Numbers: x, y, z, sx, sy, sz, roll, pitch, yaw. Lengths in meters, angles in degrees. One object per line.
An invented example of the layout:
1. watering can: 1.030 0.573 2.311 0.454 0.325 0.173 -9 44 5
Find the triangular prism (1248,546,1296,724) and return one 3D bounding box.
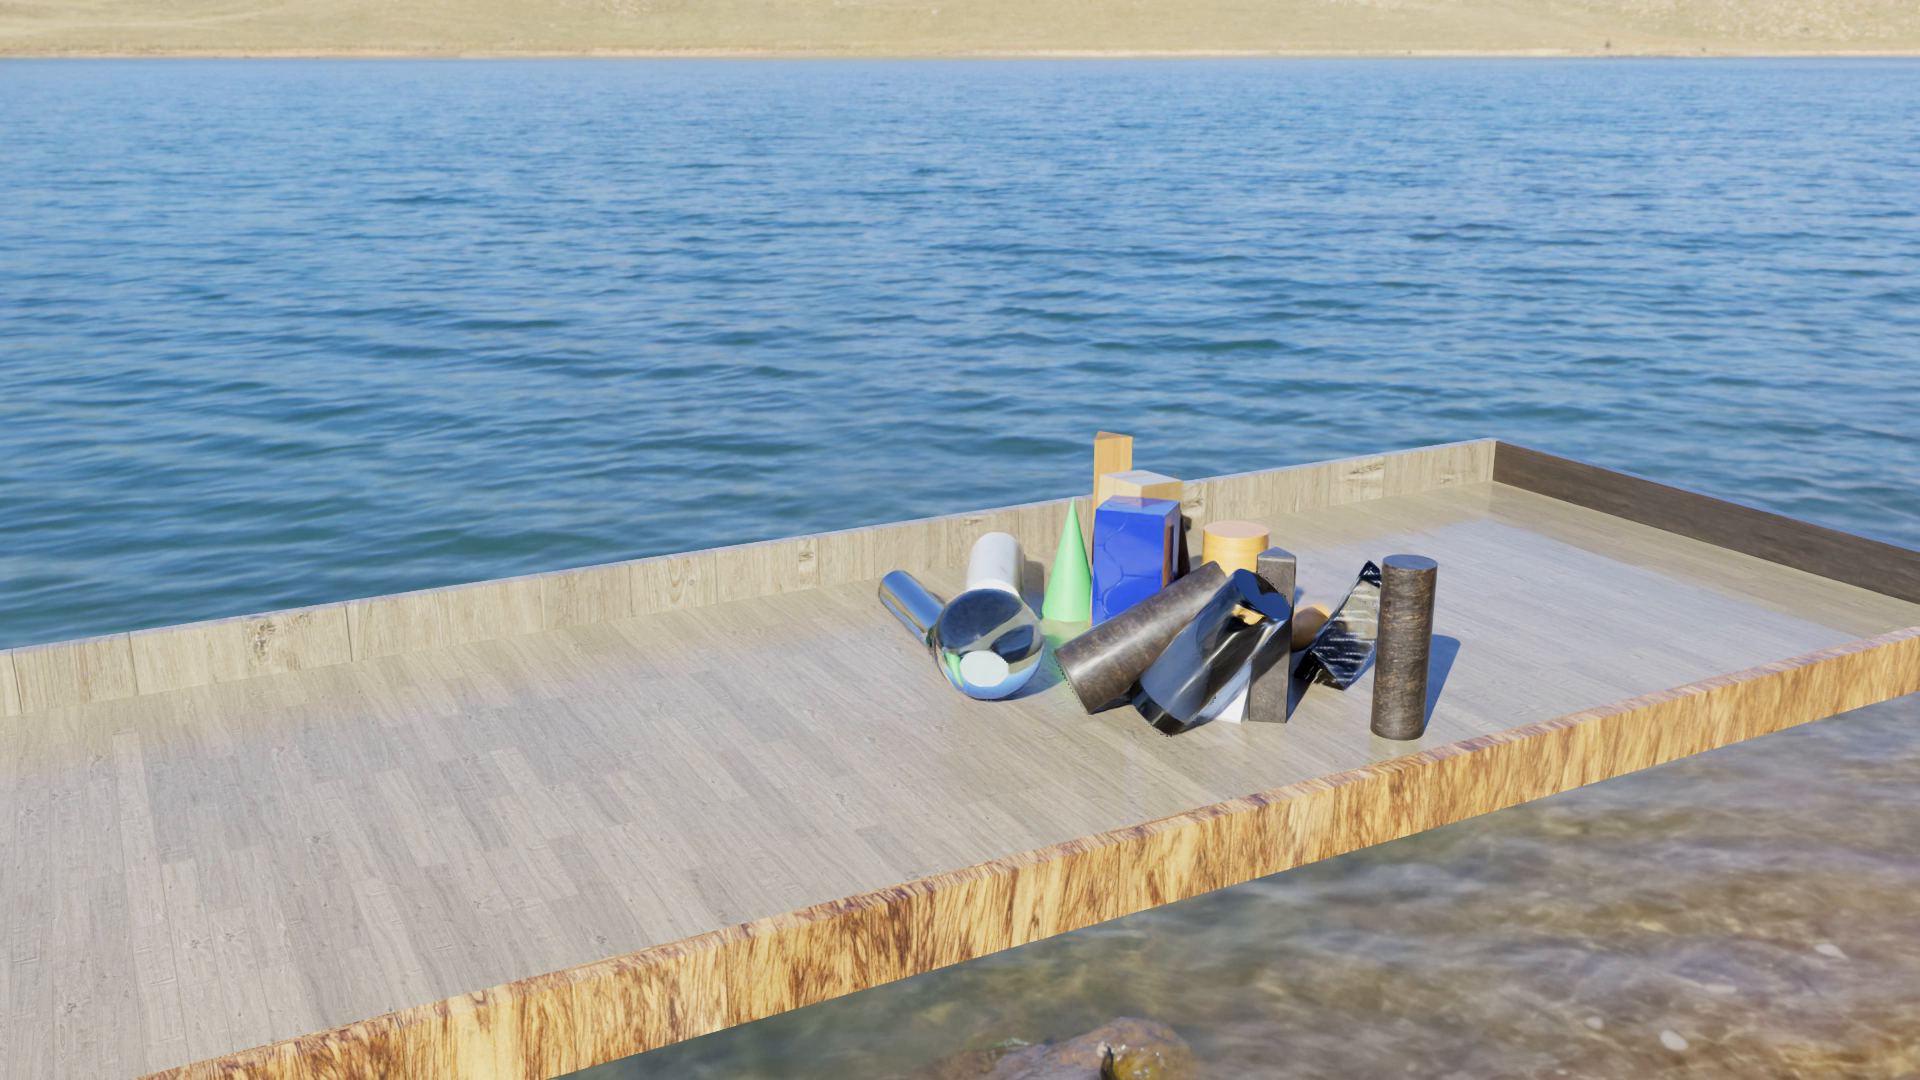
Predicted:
1. triangular prism: 0.732 0.222 3.871 0.088 0.410 0.076 3 17 9

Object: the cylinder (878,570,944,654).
1. cylinder: -0.104 0.198 4.472 0.117 0.117 0.427 -6 17 -19

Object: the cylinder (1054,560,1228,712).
1. cylinder: 0.455 0.230 3.933 0.440 0.172 0.172 -30 18 1

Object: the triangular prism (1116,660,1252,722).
1. triangular prism: 0.531 0.320 4.015 0.386 0.134 0.154 9 18 29

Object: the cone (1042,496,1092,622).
1. cone: 0.313 0.041 4.616 0.166 0.339 0.166 0 16 0

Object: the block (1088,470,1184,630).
1. block: 0.469 0.045 4.414 0.156 0.434 0.156 -8 18 -38

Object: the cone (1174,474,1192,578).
1. cone: 0.590 0.013 4.567 0.159 0.419 0.159 0 16 0

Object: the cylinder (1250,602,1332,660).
1. cylinder: 0.792 0.257 4.265 0.394 0.110 0.110 -13 21 -33

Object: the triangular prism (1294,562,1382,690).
1. triangular prism: 0.973 0.205 4.171 0.143 0.124 0.334 14 50 39

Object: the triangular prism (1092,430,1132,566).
1. triangular prism: 0.425 -0.088 4.849 0.119 0.454 0.103 -6 17 -20

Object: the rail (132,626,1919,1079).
1. rail: -2.336 1.006 1.665 12.000 0.150 0.050 -9 18 -27

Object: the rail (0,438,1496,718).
1. rail: -3.305 0.497 3.399 12.000 0.150 0.050 -9 18 -27

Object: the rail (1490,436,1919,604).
1. rail: 2.466 -0.048 5.253 0.050 0.150 2.100 -9 18 -27

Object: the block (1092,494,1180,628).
1. block: 0.448 0.113 4.219 0.178 0.416 0.178 6 15 19

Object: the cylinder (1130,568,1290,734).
1. cylinder: 0.565 0.257 3.759 0.158 0.390 0.158 28 29 -18

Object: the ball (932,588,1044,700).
1. ball: 0.067 0.251 4.016 0.273 0.273 0.273 0 16 0

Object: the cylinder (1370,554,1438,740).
1. cylinder: 1.018 0.247 3.786 0.121 0.411 0.121 0 16 0

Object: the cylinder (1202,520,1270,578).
1. cylinder: 0.722 0.127 4.353 0.170 0.322 0.170 0 16 0

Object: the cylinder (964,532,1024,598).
1. cylinder: 0.099 0.119 4.663 0.163 0.163 0.458 1 16 3
